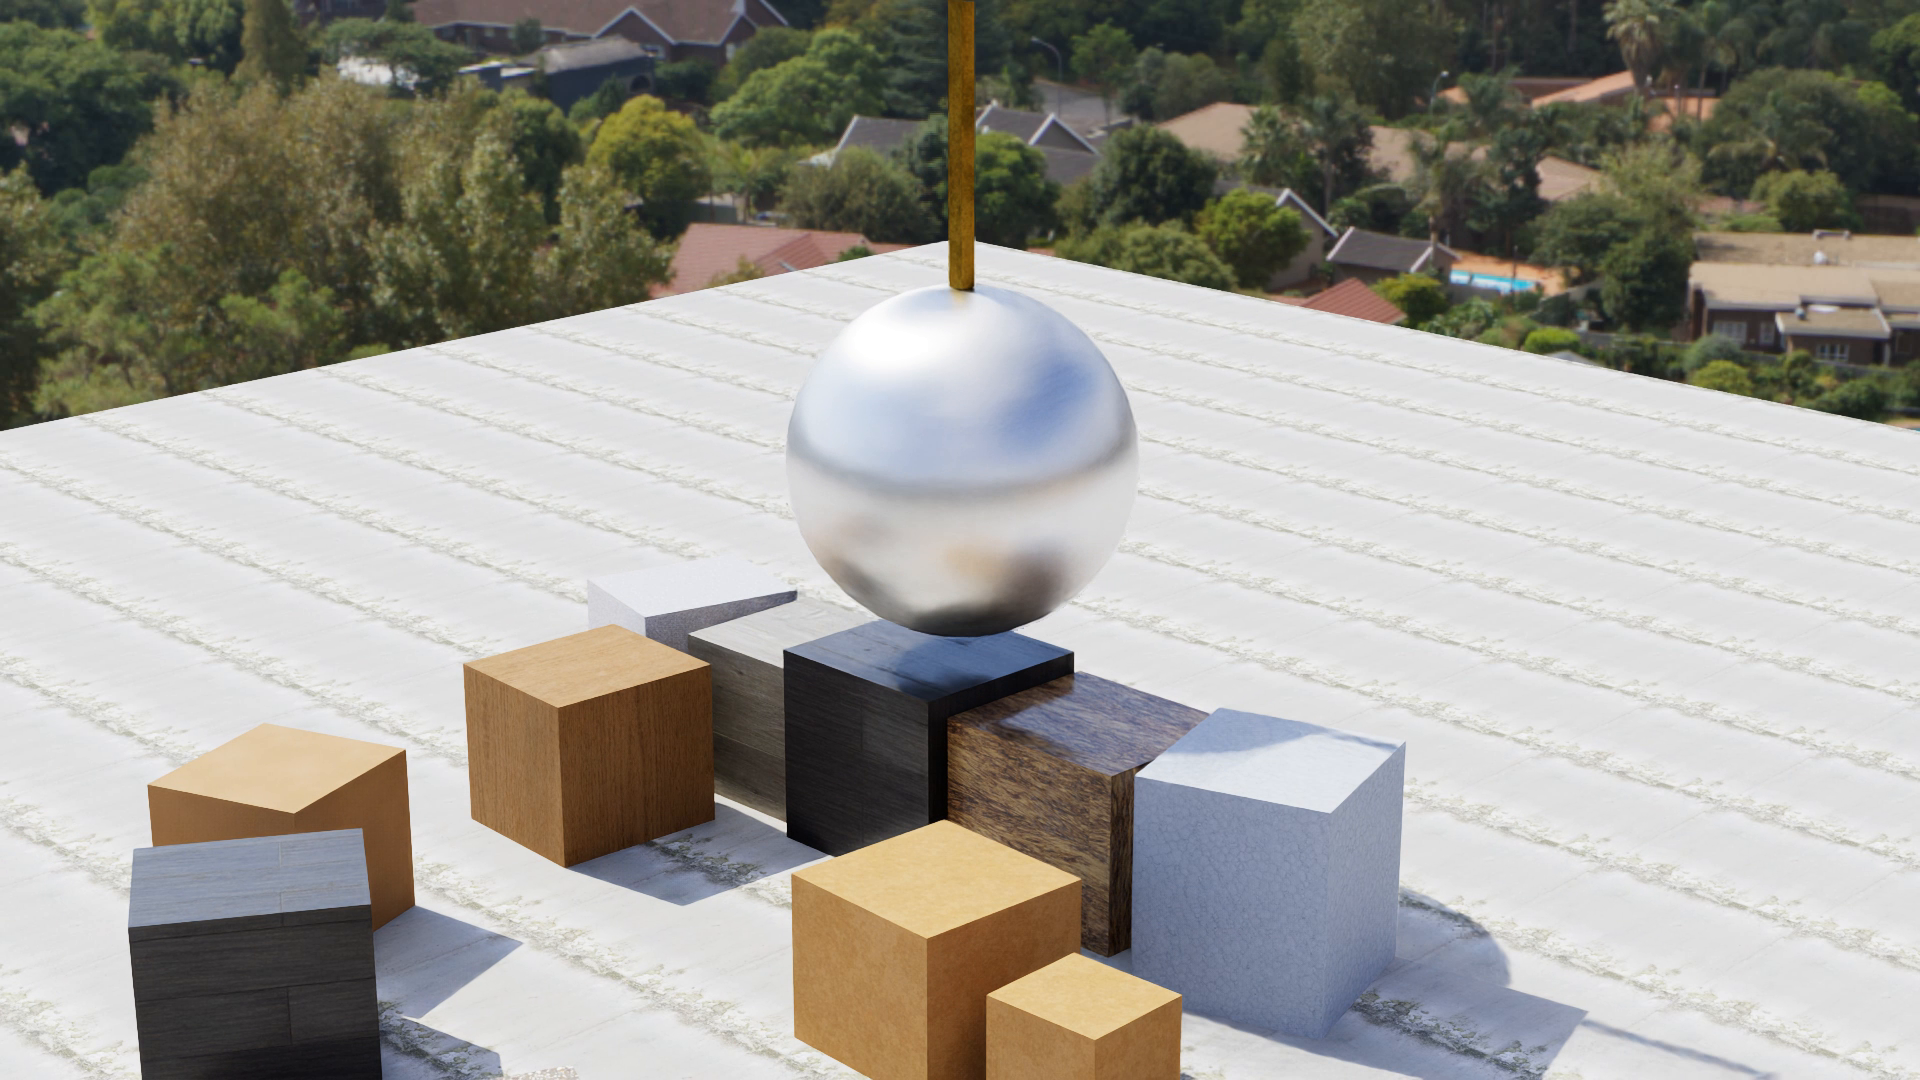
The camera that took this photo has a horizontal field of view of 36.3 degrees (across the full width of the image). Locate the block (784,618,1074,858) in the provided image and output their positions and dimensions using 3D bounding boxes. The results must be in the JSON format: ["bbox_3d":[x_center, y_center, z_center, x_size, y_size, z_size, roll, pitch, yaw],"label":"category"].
[{"bbox_3d":[-0.145,0.961,13.718,0.941,0.941,0.968,-16,24,-42],"label":"block"}]

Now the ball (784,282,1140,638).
[{"bbox_3d":[0.010,-0.360,13.239,1.600,1.600,1.600,0,17,0],"label":"ball"}]

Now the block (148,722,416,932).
[{"bbox_3d":[-2.957,1.339,12.833,0.767,0.750,0.804,8,19,23],"label":"block"}]

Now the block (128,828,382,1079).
[{"bbox_3d":[-2.784,1.697,11.609,0.901,0.800,0.764,-4,18,-13],"label":"block"}]

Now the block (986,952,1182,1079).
[{"bbox_3d":[0.465,1.982,11.063,0.535,0.585,0.500,16,23,41],"label":"block"}]

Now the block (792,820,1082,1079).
[{"bbox_3d":[-0.095,1.684,11.778,0.822,0.725,0.818,-15,23,-40],"label":"block"}]

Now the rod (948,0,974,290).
[{"bbox_3d":[0.004,-3.602,12.214,0.080,5.200,0.080,17,24,42],"label":"rod"}]

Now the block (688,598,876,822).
[{"bbox_3d":[-0.757,0.833,14.384,0.812,0.786,0.797,17,24,42],"label":"block"}]

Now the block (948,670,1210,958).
[{"bbox_3d":[0.597,1.202,13.118,0.867,0.840,0.980,-17,24,-42],"label":"block"}]

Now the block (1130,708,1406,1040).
[{"bbox_3d":[1.295,1.377,12.304,0.849,0.994,0.890,9,20,26],"label":"block"}]

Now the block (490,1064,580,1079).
[{"bbox_3d":[-1.572,2.322,9.769,0.808,0.712,0.839,-7,19,-20],"label":"block"}]

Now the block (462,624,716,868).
[{"bbox_3d":[-1.761,0.963,13.962,0.869,0.791,0.788,-15,23,-39],"label":"block"}]

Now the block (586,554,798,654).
[{"bbox_3d":[-1.362,0.618,15.000,0.843,0.826,0.701,-10,20,-29],"label":"block"}]
